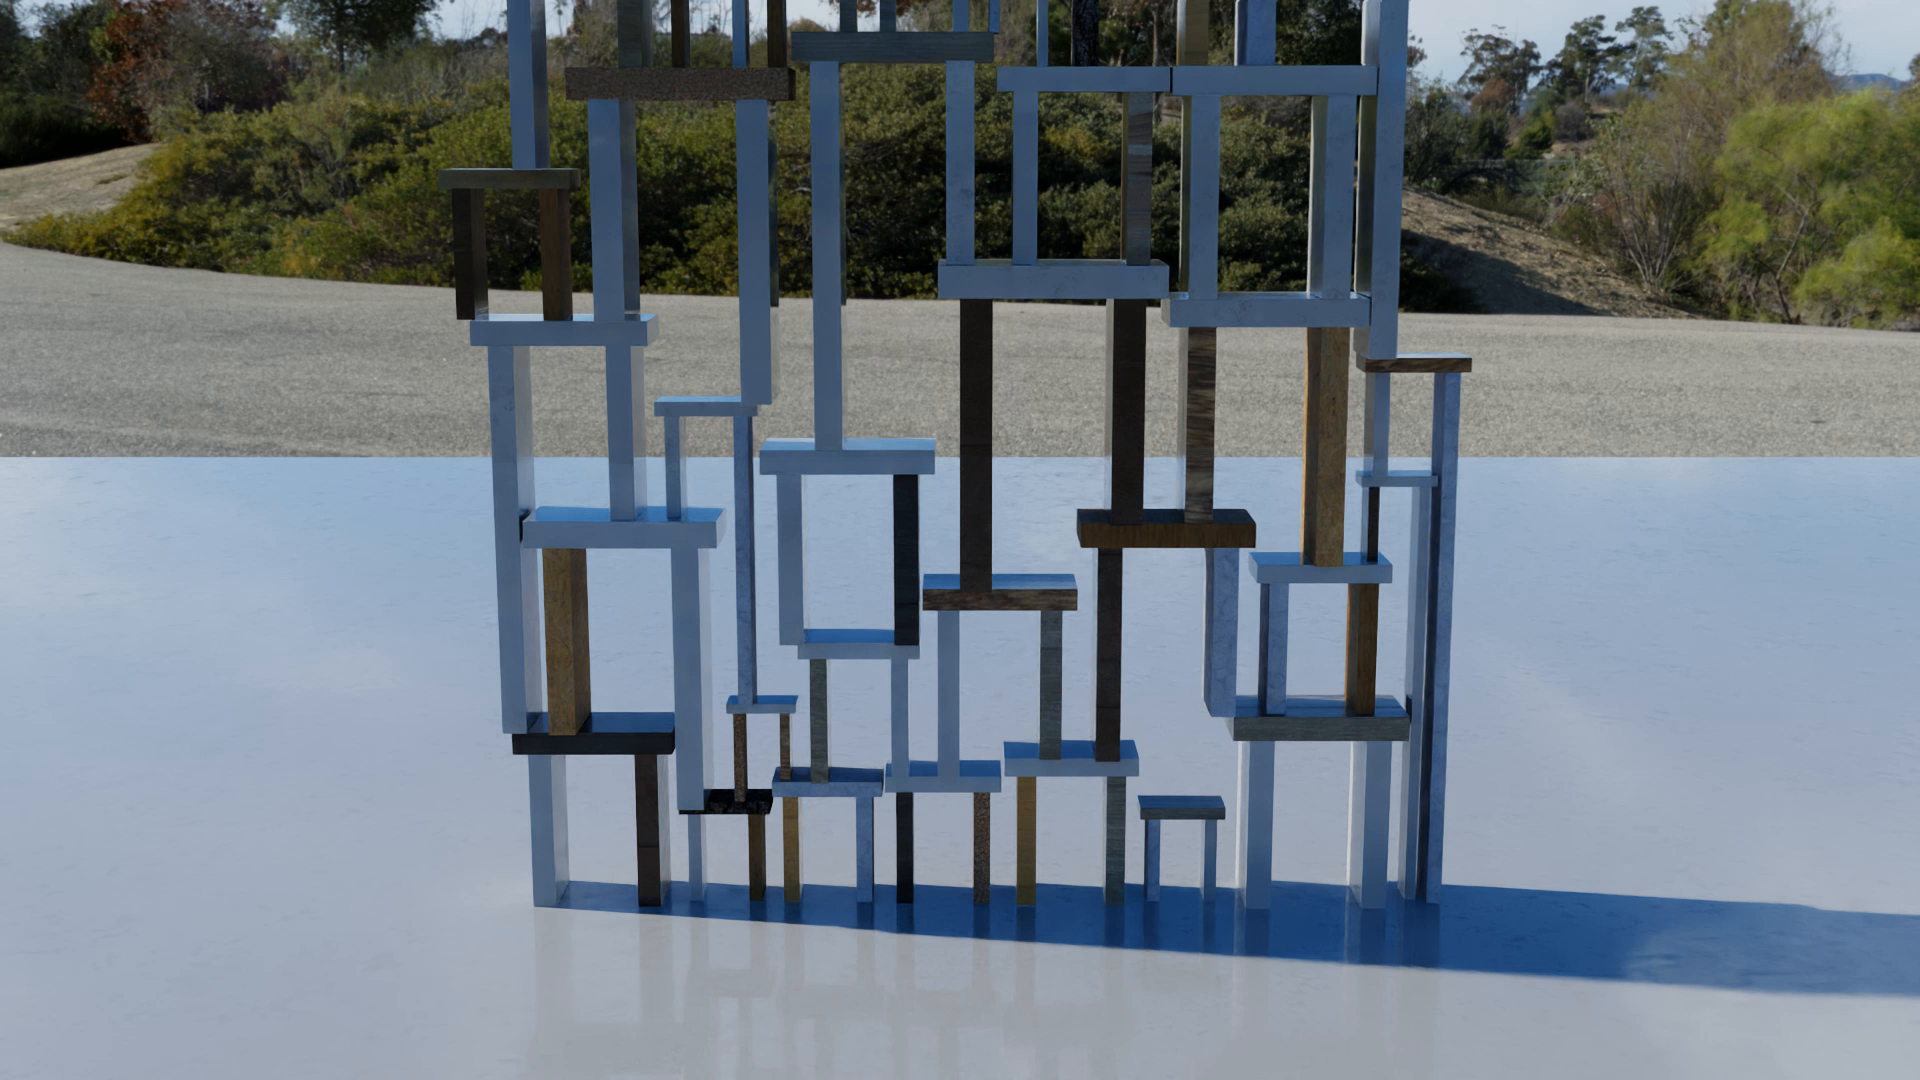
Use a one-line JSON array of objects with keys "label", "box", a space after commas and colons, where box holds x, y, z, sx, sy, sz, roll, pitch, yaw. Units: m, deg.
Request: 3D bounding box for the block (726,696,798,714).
[{"label": "block", "box": [-0.324, 0.269, 3.605, 0.113, 0.016, 0.057, 0, 11, 0]}]

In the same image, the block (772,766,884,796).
[{"label": "block", "box": [-0.217, 0.400, 3.639, 0.180, 0.026, 0.090, 0, 11, 0]}]

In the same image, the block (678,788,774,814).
[{"label": "block", "box": [-0.387, 0.433, 3.642, 0.149, 0.021, 0.074, 0, 11, 0]}]

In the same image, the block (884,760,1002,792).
[{"label": "block", "box": [-0.027, 0.390, 3.632, 0.190, 0.027, 0.095, 0, 11, 0]}]

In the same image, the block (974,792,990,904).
[{"label": "block", "box": [0.036, 0.497, 3.652, 0.027, 0.190, 0.095, 0, 11, 0]}]

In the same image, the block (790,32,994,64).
[{"label": "block", "box": [-0.103, -0.765, 3.418, 0.309, 0.044, 0.154, 0, 11, -1]}]

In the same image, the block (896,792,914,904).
[{"label": "block", "box": [-0.091, 0.497, 3.652, 0.027, 0.190, 0.095, 0, 11, 0]}]

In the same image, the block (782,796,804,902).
[{"label": "block", "box": [-0.277, 0.501, 3.657, 0.026, 0.180, 0.090, 0, 11, 0]}]

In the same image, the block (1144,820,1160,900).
[{"label": "block", "box": [0.319, 0.521, 3.657, 0.020, 0.140, 0.070, 0, 11, 0]}]

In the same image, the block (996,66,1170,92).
[{"label": "block", "box": [0.189, -0.716, 3.423, 0.264, 0.037, 0.132, 0, 11, 0]}]

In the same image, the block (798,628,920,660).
[{"label": "block", "box": [-0.163, 0.169, 3.590, 0.197, 0.028, 0.099, 0, 11, 0]}]

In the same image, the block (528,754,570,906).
[{"label": "block", "box": [-0.681, 0.463, 3.647, 0.037, 0.258, 0.129, 0, 11, 0]}]

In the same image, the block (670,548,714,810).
[{"label": "block", "box": [-0.436, 0.212, 3.597, 0.043, 0.431, 0.153, 0, 11, 0]}]

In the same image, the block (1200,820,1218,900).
[{"label": "block", "box": [0.412, 0.521, 3.657, 0.020, 0.140, 0.070, 0, 11, 0]}]

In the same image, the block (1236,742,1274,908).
[{"label": "block", "box": [0.488, 0.451, 3.643, 0.040, 0.283, 0.142, 0, 11, 0]}]

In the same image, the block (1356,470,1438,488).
[{"label": "block", "box": [0.703, -0.099, 3.542, 0.122, 0.017, 0.061, 0, 11, 0]}]

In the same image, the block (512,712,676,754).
[{"label": "block", "box": [-0.595, 0.318, 3.620, 0.258, 0.037, 0.129, 0, 11, 0]}]

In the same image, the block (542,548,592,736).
[{"label": "block", "box": [-0.640, 0.150, 3.586, 0.043, 0.306, 0.153, 0, 11, 0]}]

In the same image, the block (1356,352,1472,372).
[{"label": "block", "box": [0.722, -0.283, 3.504, 0.167, 0.024, 0.084, 0, 11, 0]}]

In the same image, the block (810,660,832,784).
[{"label": "block", "box": [-0.229, 0.286, 3.612, 0.028, 0.208, 0.099, 0, 11, 0]}]

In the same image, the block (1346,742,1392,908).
[{"label": "block", "box": [0.677, 0.451, 3.643, 0.040, 0.284, 0.142, 0, 11, 0]}]

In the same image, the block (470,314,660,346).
[{"label": "block", "box": [-0.626, -0.335, 3.498, 0.276, 0.039, 0.138, 0, 11, 0]}]

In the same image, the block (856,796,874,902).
[{"label": "block", "box": [-0.157, 0.501, 3.657, 0.026, 0.180, 0.090, 0, 11, 0]}]

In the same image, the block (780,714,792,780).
[{"label": "block", "box": [-0.286, 0.333, 3.617, 0.016, 0.113, 0.057, 0, 11, 0]}]

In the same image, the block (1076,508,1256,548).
[{"label": "block", "box": [0.331, -0.019, 3.552, 0.277, 0.039, 0.139, 0, 11, 0]}]

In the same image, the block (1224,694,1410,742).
[{"label": "block", "box": [0.582, 0.292, 3.613, 0.283, 0.040, 0.142, 0, 11, 0]}]

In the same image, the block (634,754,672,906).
[{"label": "block", "box": [-0.509, 0.463, 3.647, 0.037, 0.258, 0.129, 0, 11, 0]}]

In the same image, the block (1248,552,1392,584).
[{"label": "block", "box": [0.583, 0.045, 3.567, 0.216, 0.031, 0.108, 0, 11, 0]}]

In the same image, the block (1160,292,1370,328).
[{"label": "block", "box": [0.482, -0.367, 3.496, 0.311, 0.044, 0.155, 0, 11, 0]}]

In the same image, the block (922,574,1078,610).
[{"label": "block", "box": [0.064, 0.084, 3.573, 0.247, 0.035, 0.124, 0, 11, 0]}]

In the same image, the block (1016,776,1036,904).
[{"label": "block", "box": [0.109, 0.482, 3.649, 0.031, 0.219, 0.109, 0, 11, 0]}]

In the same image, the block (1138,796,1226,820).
[{"label": "block", "box": [0.366, 0.443, 3.643, 0.140, 0.020, 0.070, 0, 11, 0]}]

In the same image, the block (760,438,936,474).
[{"label": "block", "box": [-0.178, -0.135, 3.532, 0.276, 0.039, 0.138, 0, 11, 0]}]

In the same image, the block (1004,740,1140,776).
[{"label": "block", "box": [0.182, 0.360, 3.626, 0.219, 0.031, 0.109, 0, 11, 0]}]

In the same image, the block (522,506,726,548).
[{"label": "block", "box": [-0.538, -0.022, 3.554, 0.306, 0.043, 0.153, 0, 11, 0]}]

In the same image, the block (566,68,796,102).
[{"label": "block", "box": [-0.431, -0.710, 3.428, 0.338, 0.048, 0.169, 0, 11, 0]}]

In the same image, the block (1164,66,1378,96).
[{"label": "block", "box": [0.479, -0.714, 3.423, 0.311, 0.044, 0.155, 0, 11, 0]}]

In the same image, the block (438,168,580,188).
[{"label": "block", "box": [-0.707, -0.569, 3.458, 0.203, 0.029, 0.102, 0, 11, 0]}]

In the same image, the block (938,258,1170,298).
[{"label": "block", "box": [0.144, -0.414, 3.478, 0.356, 0.050, 0.178, 0, 11, 0]}]

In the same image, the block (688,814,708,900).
[{"label": "block", "box": [-0.436, 0.517, 3.658, 0.021, 0.148, 0.074, 0, 11, 0]}]

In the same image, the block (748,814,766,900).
[{"label": "block", "box": [-0.337, 0.517, 3.658, 0.021, 0.148, 0.074, 0, 11, 0]}]

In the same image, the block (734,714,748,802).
[{"label": "block", "box": [-0.361, 0.351, 3.621, 0.016, 0.149, 0.057, 0, 11, 0]}]

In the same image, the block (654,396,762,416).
[{"label": "block", "box": [-0.402, -0.214, 3.515, 0.163, 0.023, 0.081, 0, 11, 0]}]

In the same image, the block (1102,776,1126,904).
[{"label": "block", "box": [0.255, 0.482, 3.649, 0.031, 0.219, 0.109, 0, 11, 0]}]
